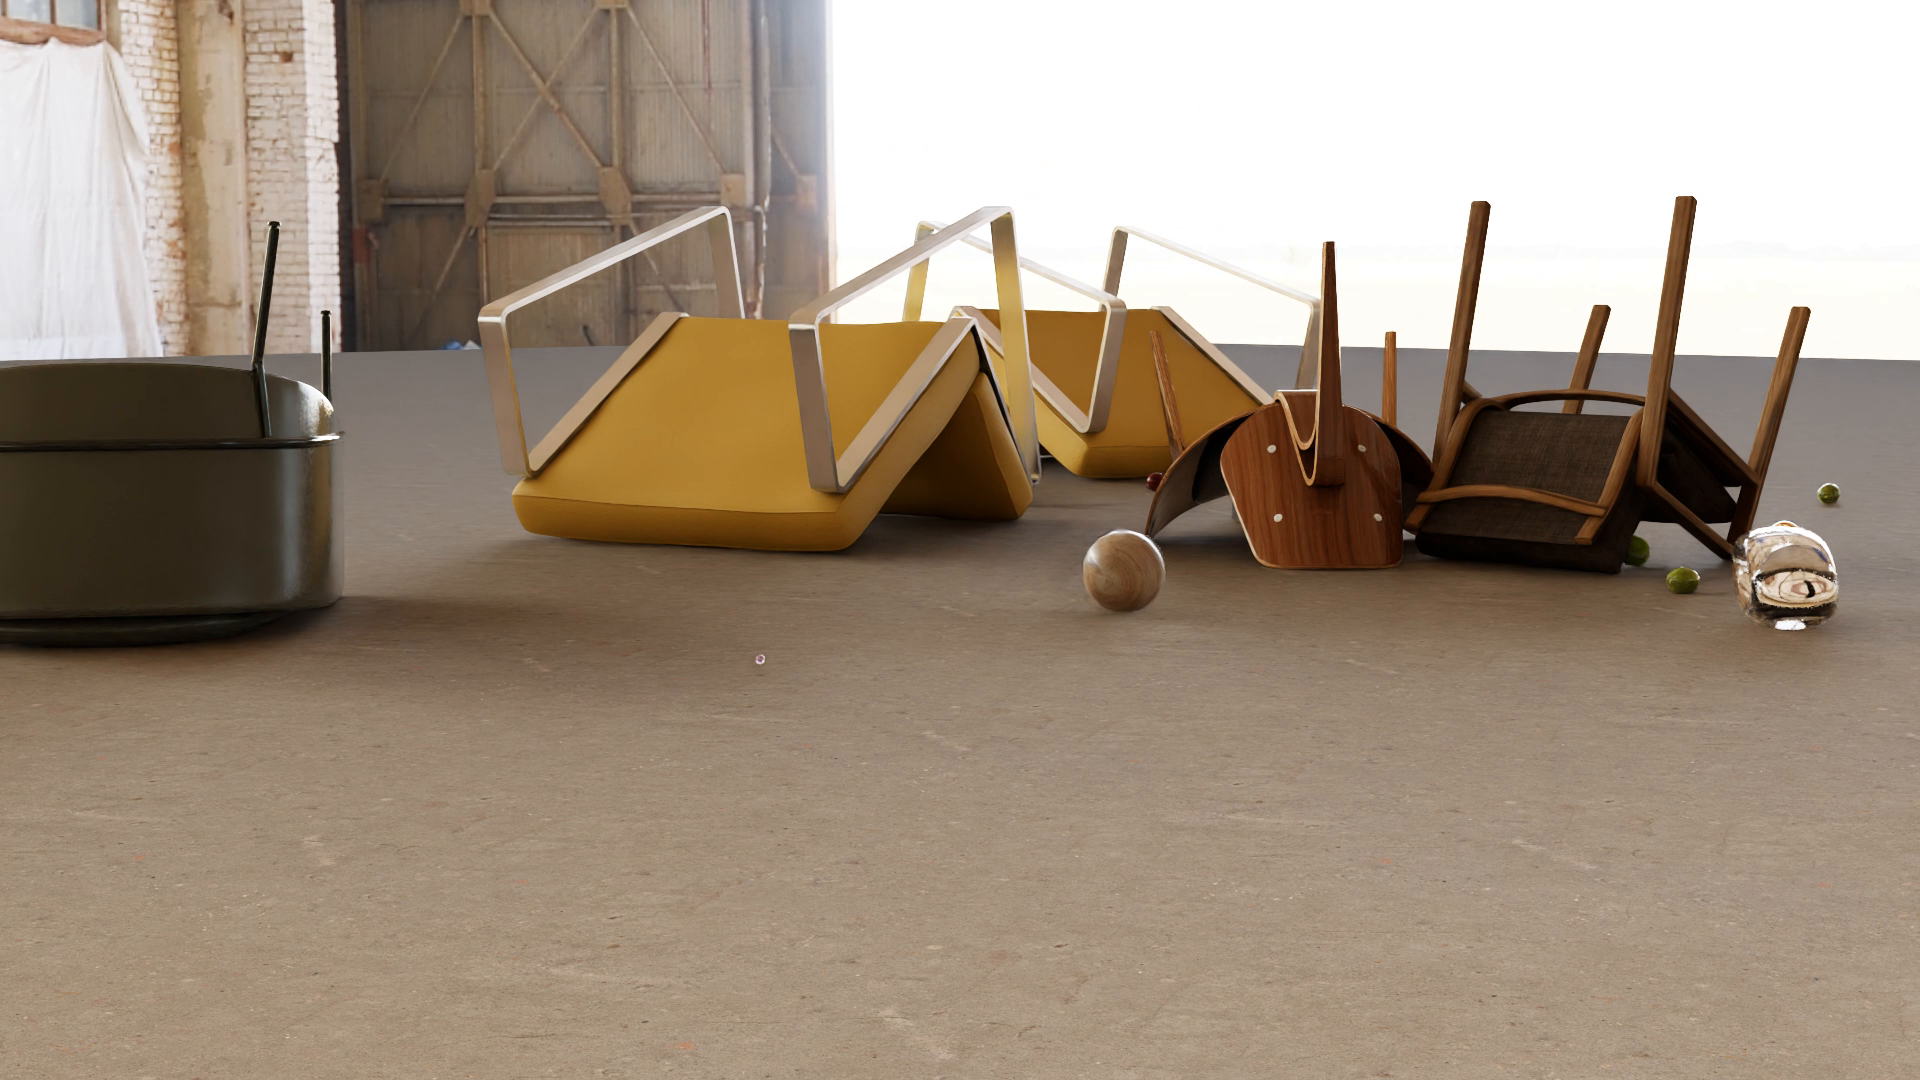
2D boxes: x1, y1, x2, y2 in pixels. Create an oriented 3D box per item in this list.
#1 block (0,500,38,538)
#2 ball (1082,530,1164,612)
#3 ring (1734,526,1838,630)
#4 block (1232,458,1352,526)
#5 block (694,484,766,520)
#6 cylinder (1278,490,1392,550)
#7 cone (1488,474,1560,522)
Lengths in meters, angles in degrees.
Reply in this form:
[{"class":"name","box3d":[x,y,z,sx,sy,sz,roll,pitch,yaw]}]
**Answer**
[{"class":"block","box3d":[-2.456,-0.049,6.478,0.123,0.084,0.212,4,7,31]},{"class":"ball","box3d":[0.320,0.062,5.028,0.161,0.161,0.161,0,6,0]},{"class":"ring","box3d":[1.571,0.071,4.891,0.153,0.173,0.420,0,13,10]},{"class":"block","box3d":[0.887,-0.128,6.864,0.272,0.161,0.225,-1,6,-7]},{"class":"block","box3d":[-0.629,-0.104,7.030,0.160,0.081,0.117,5,8,42]},{"class":"cylinder","box3d":[0.927,-0.052,6.337,0.271,0.119,0.298,-2,6,-19]},{"class":"cone","box3d":[1.527,-0.080,6.872,0.183,0.145,0.126,23,-29,12]}]
